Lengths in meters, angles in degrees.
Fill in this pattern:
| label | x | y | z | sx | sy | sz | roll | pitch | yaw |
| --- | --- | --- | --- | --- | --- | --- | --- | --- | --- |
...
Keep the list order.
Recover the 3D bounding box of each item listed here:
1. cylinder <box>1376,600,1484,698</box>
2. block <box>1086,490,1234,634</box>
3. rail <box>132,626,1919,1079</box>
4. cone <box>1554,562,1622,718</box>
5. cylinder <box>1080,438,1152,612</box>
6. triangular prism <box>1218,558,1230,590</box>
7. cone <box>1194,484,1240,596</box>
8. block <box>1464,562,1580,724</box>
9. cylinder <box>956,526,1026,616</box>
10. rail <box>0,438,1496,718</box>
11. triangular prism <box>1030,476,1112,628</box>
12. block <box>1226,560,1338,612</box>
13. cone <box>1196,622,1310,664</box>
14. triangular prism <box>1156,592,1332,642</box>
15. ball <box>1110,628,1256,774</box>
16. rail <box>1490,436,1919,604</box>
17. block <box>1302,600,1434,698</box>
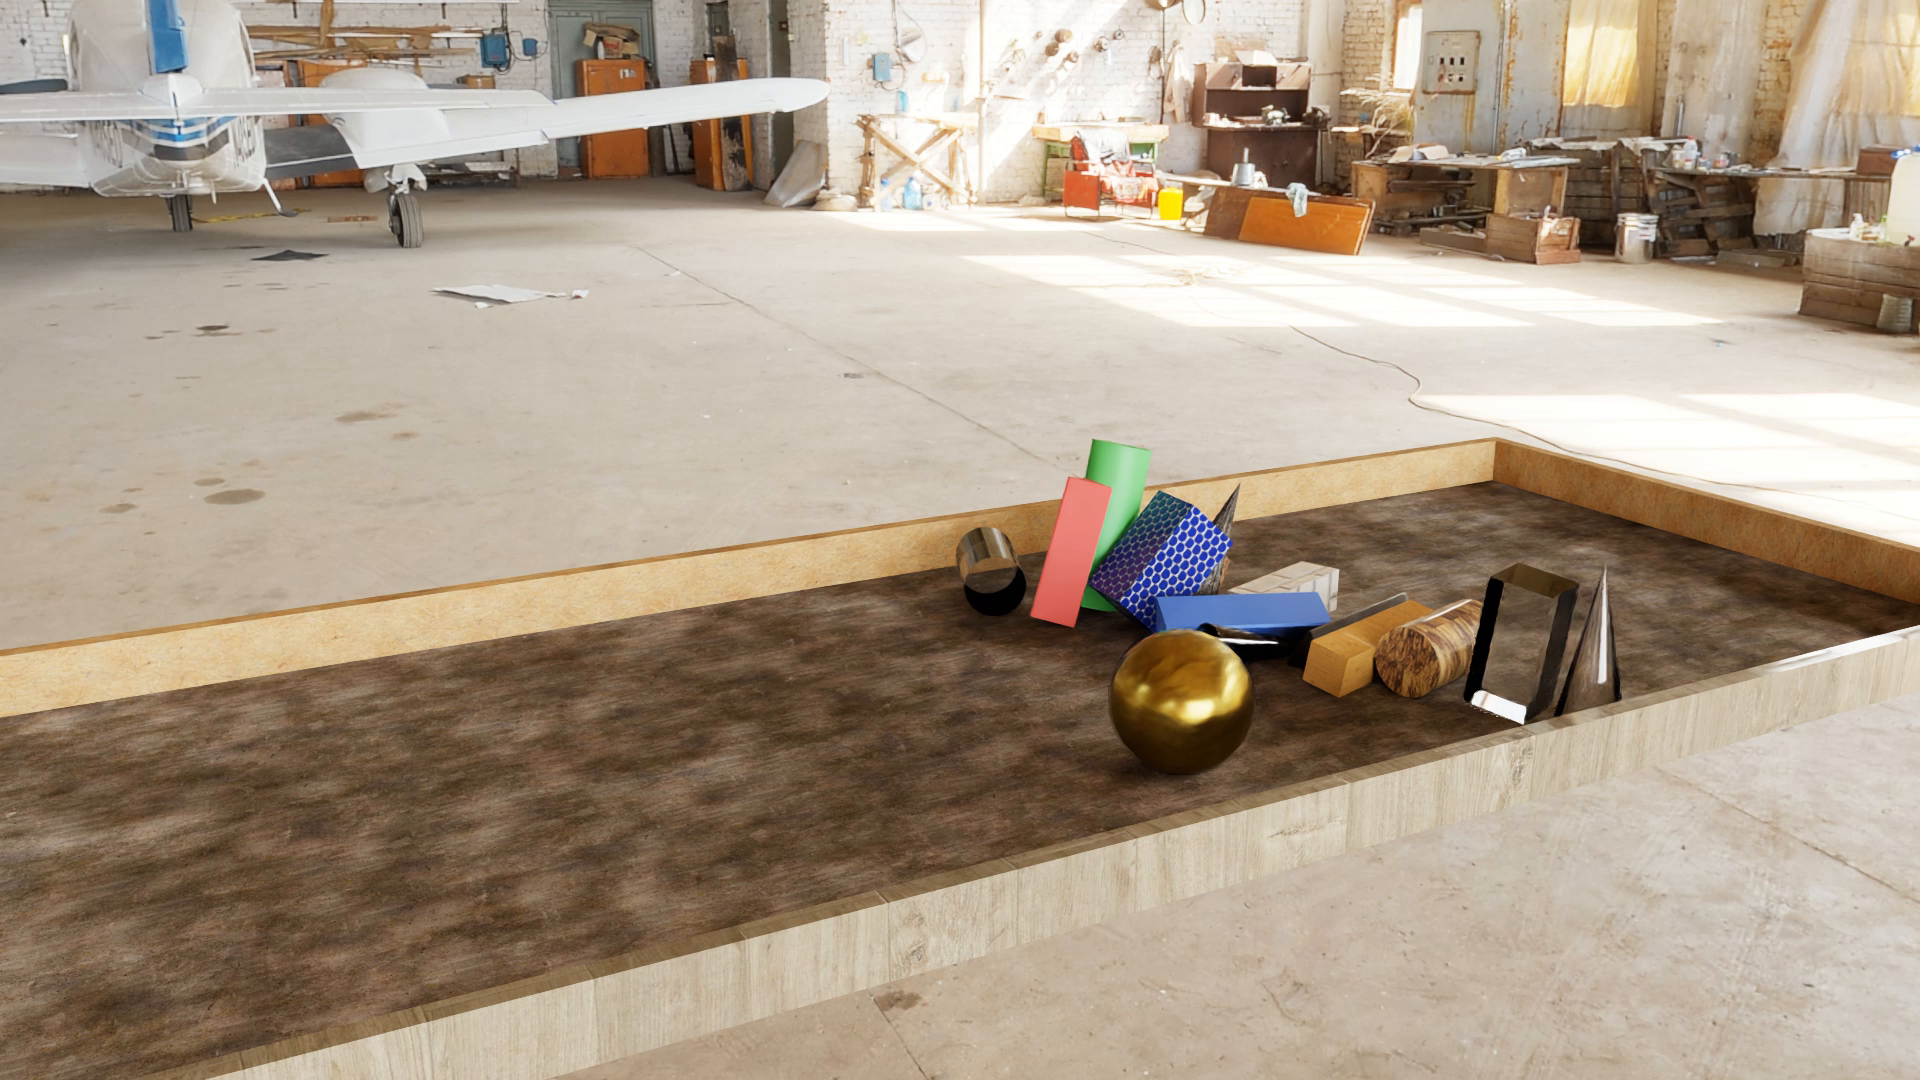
| label | x | y | z | sx | sy | sz | roll | pitch | yaw |
| --- | --- | --- | --- | --- | --- | --- | --- | --- | --- |
| cylinder | 1.202 | 0.268 | 4.129 | 0.313 | 0.176 | 0.176 | -15 | 22 | -42 |
| block | 0.545 | 0.064 | 4.498 | 0.179 | 0.327 | 0.179 | 40 | -4 | -29 |
| rail | -2.336 | 1.006 | 1.665 | 12.000 | 0.150 | 0.050 | -9 | 18 | -27 |
| cone | 1.458 | 0.246 | 3.778 | 0.166 | 0.415 | 0.166 | 0 | 16 | 0 |
| cylinder | 0.410 | -0.042 | 4.635 | 0.168 | 0.459 | 0.168 | 11 | 6 | -1 |
| triangular prism | 0.739 | 0.086 | 4.919 | 0.088 | 0.077 | 0.406 | 4 | 17 | 15 |
| cone | 0.709 | 0.009 | 4.598 | 0.155 | 0.384 | 0.155 | 24 | -5 | 2 |
| block | 1.335 | 0.244 | 3.925 | 0.155 | 0.323 | 0.155 | 23 | 27 | 38 |
| cylinder | 0.086 | 0.087 | 4.747 | 0.174 | 0.174 | 0.304 | -1 | 16 | -4 |
| rail | -3.305 | 0.497 | 3.399 | 12.000 | 0.150 | 0.050 | -9 | 18 | -27 |
| triangular prism | 0.304 | 0.027 | 4.557 | 0.124 | 0.398 | 0.107 | 15 | 8 | -2 |
| block | 0.896 | 0.167 | 4.576 | 0.119 | 0.119 | 0.377 | 15 | 22 | 41 |
| cone | 0.806 | 0.278 | 4.298 | 0.407 | 0.126 | 0.126 | 1 | 14 | -29 |
| triangular prism | 0.740 | 0.200 | 4.350 | 0.437 | 0.120 | 0.139 | -2 | -26 | -6 |
| ball | 0.484 | 0.351 | 3.602 | 0.316 | 0.316 | 0.316 | 0 | 16 | 0 |
| rail | 2.466 | -0.048 | 5.253 | 0.050 | 0.150 | 2.100 | -9 | 18 | -27 |
| block | 1.061 | 0.273 | 4.205 | 0.458 | 0.108 | 0.108 | -15 | 32 | -42 |
